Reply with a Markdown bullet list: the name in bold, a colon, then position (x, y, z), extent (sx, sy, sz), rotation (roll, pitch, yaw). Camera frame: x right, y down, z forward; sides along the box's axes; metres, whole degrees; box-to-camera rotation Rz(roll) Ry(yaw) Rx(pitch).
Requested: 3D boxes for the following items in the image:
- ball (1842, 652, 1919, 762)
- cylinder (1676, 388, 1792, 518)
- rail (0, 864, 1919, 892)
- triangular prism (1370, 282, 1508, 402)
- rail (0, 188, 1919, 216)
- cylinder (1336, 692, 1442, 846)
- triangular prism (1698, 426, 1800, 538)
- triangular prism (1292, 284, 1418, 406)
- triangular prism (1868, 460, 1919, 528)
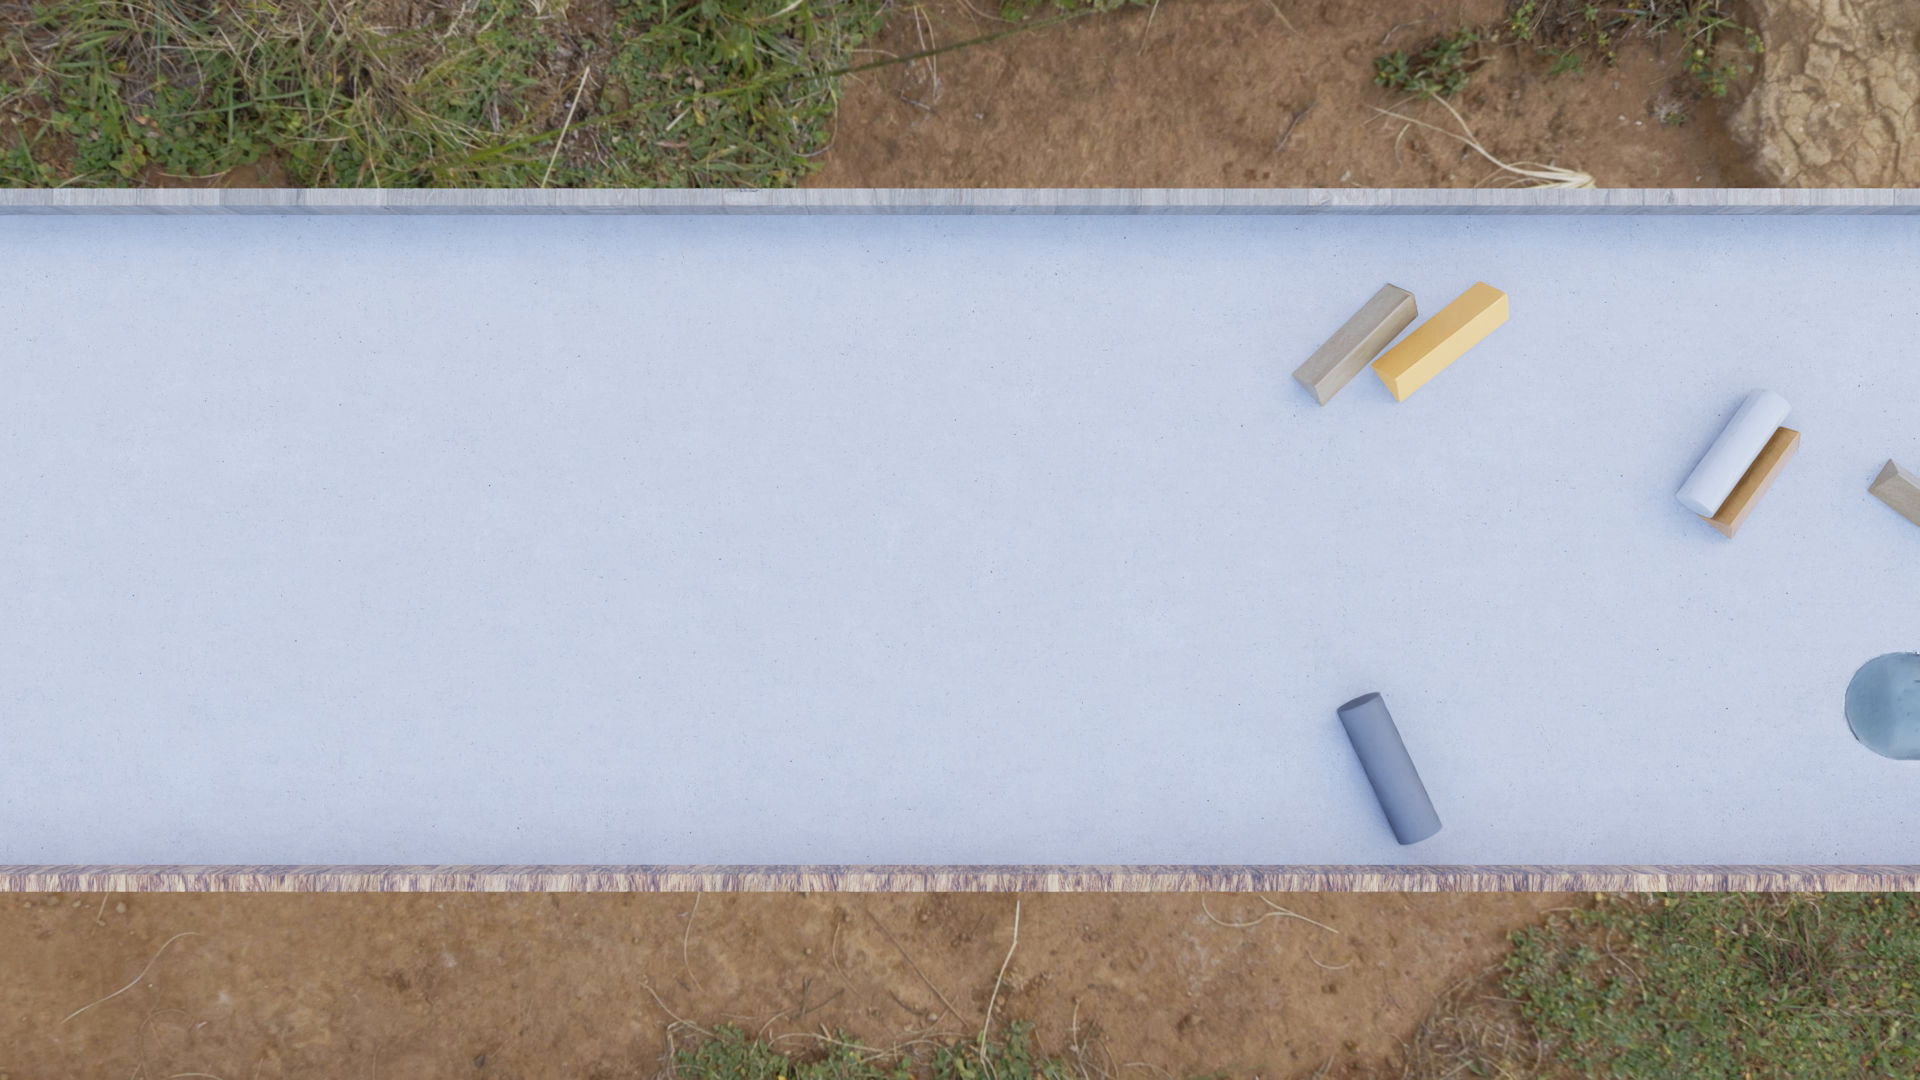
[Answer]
- **ball**: position (2.813, 0.496, 4.915), extent (0.324, 0.324, 0.324), rotation (0, 90, 0)
- **cylinder**: position (2.352, -0.266, 5.015), extent (0.123, 0.123, 0.401), rotation (36, 90, 0)
- **rail**: position (-2.247, 1.025, 5.001), extent (12.000, 0.150, 0.050), rotation (0, 90, 0)
- **triangular prism**: position (1.474, -0.608, 5.010), extent (0.422, 0.126, 0.145), rotation (-38, 90, 0)
- **rail**: position (-2.247, -1.025, 5.002), extent (12.000, 0.150, 0.050), rotation (0, 90, 0)
- **cylinder**: position (1.303, 0.693, 5.006), extent (0.141, 0.141, 0.445), rotation (-25, 90, 0)
- **triangular prism**: position (2.423, -0.182, 5.017), extent (0.129, 0.112, 0.353), rotation (36, 90, 0)
- **triangular prism**: position (1.215, -0.599, 5.015), extent (0.409, 0.117, 0.135), rotation (-44, 90, 0)
- **triangular prism**: position (3.001, -0.078, 5.021), extent (0.425, 0.105, 0.121), rotation (35, 90, 0)
